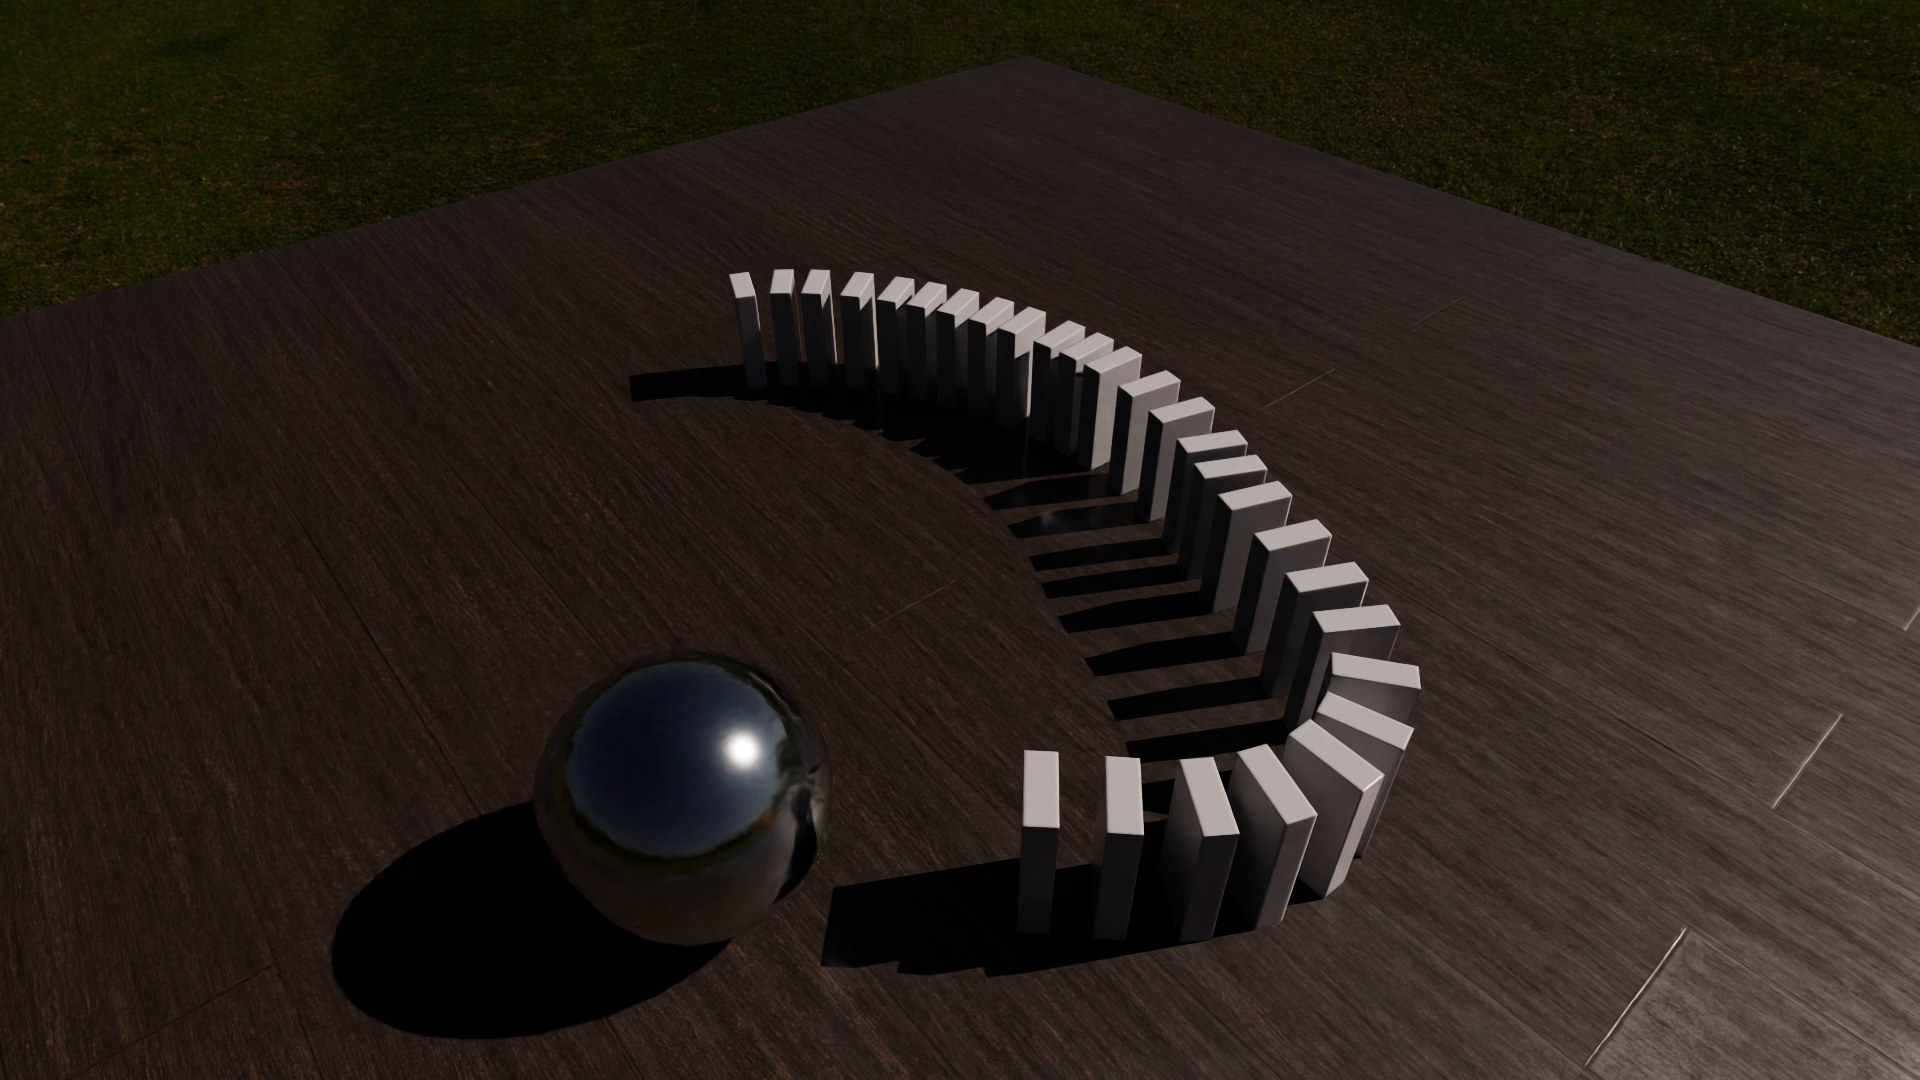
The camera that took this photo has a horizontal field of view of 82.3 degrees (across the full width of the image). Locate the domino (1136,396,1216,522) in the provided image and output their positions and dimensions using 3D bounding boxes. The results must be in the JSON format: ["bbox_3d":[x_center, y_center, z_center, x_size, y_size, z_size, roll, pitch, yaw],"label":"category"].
[{"bbox_3d":[0.088,-0.032,0.451,0.025,0.050,0.009,-17,42,-19],"label":"domino"}]

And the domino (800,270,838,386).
[{"bbox_3d":[-0.069,-0.103,0.538,0.010,0.050,0.025,3,39,3],"label":"domino"}]

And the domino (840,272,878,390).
[{"bbox_3d":[-0.049,-0.102,0.535,0.009,0.050,0.025,8,40,9],"label":"domino"}]

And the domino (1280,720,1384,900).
[{"bbox_3d":[0.103,0.078,0.316,0.010,0.050,0.025,-26,46,-28],"label":"domino"}]

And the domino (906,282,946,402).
[{"bbox_3d":[-0.016,-0.095,0.527,0.009,0.050,0.025,15,42,17],"label":"domino"}]

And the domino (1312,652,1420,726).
[{"bbox_3d":[0.123,0.058,0.341,0.025,0.050,0.009,9,40,10],"label":"domino"}]

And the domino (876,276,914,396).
[{"bbox_3d":[-0.030,-0.098,0.532,0.010,0.050,0.025,12,41,14],"label":"domino"}]

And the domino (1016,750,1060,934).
[{"bbox_3d":[0.021,0.085,0.308,0.009,0.050,0.025,2,39,3],"label":"domino"}]

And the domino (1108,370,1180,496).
[{"bbox_3d":[0.078,-0.045,0.466,0.025,0.050,0.010,-20,43,-23],"label":"domino"}]

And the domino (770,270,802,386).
[{"bbox_3d":[-0.085,-0.104,0.538,0.010,0.050,0.025,-2,39,-2],"label":"domino"}]

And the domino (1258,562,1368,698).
[{"bbox_3d":[0.119,0.031,0.373,0.025,0.050,0.009,-9,40,-10],"label":"domino"}]

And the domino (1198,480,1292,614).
[{"bbox_3d":[0.105,0.003,0.407,0.025,0.050,0.009,-13,41,-15],"label":"domino"}]

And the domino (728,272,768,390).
[{"bbox_3d":[-0.103,-0.101,0.535,0.009,0.050,0.025,-11,40,-13],"label":"domino"}]

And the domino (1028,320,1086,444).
[{"bbox_3d":[0.044,-0.071,0.498,0.010,0.050,0.025,29,47,31],"label":"domino"}]

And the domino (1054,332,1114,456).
[{"bbox_3d":[0.055,-0.064,0.490,0.025,0.050,0.009,-32,49,-33],"label":"domino"}]

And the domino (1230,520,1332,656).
[{"bbox_3d":[0.113,0.017,0.390,0.025,0.050,0.010,-12,41,-15],"label":"domino"}]

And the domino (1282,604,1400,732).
[{"bbox_3d":[0.123,0.044,0.358,0.025,0.050,0.009,-5,40,-6],"label":"domino"}]

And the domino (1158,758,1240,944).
[{"bbox_3d":[0.065,0.087,0.306,0.010,0.050,0.025,-3,39,-4],"label":"domino"}]

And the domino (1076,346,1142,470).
[{"bbox_3d":[0.065,-0.057,0.481,0.025,0.050,0.010,-26,46,-28],"label":"domino"}]

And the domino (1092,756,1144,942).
[{"bbox_3d":[0.043,0.086,0.306,0.009,0.050,0.025,3,39,4],"label":"domino"}]

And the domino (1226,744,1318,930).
[{"bbox_3d":[0.084,0.084,0.309,0.010,0.050,0.025,-12,41,-15],"label":"domino"}]

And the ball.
[{"bbox_3d":[-0.075,0.070,0.302,0.080,0.080,0.080,0,39,0],"label":"ball"}]

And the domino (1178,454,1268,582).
[{"bbox_3d":[0.100,-0.008,0.421,0.025,0.050,0.010,-9,40,-10],"label":"domino"}]

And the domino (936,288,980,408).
[{"bbox_3d":[-0.001,-0.091,0.522,0.009,0.050,0.025,18,43,21],"label":"domino"}]

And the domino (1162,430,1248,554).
[{"bbox_3d":[0.096,-0.018,0.434,0.025,0.050,0.009,-9,40,-11],"label":"domino"}]

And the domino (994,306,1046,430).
[{"bbox_3d":[0.028,-0.079,0.508,0.010,0.050,0.025,25,45,27],"label":"domino"}]

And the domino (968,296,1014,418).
[{"bbox_3d":[0.014,-0.085,0.515,0.010,0.050,0.025,22,44,24],"label":"domino"}]

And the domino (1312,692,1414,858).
[{"bbox_3d":[0.114,0.070,0.326,0.025,0.050,0.009,23,45,26],"label":"domino"}]
